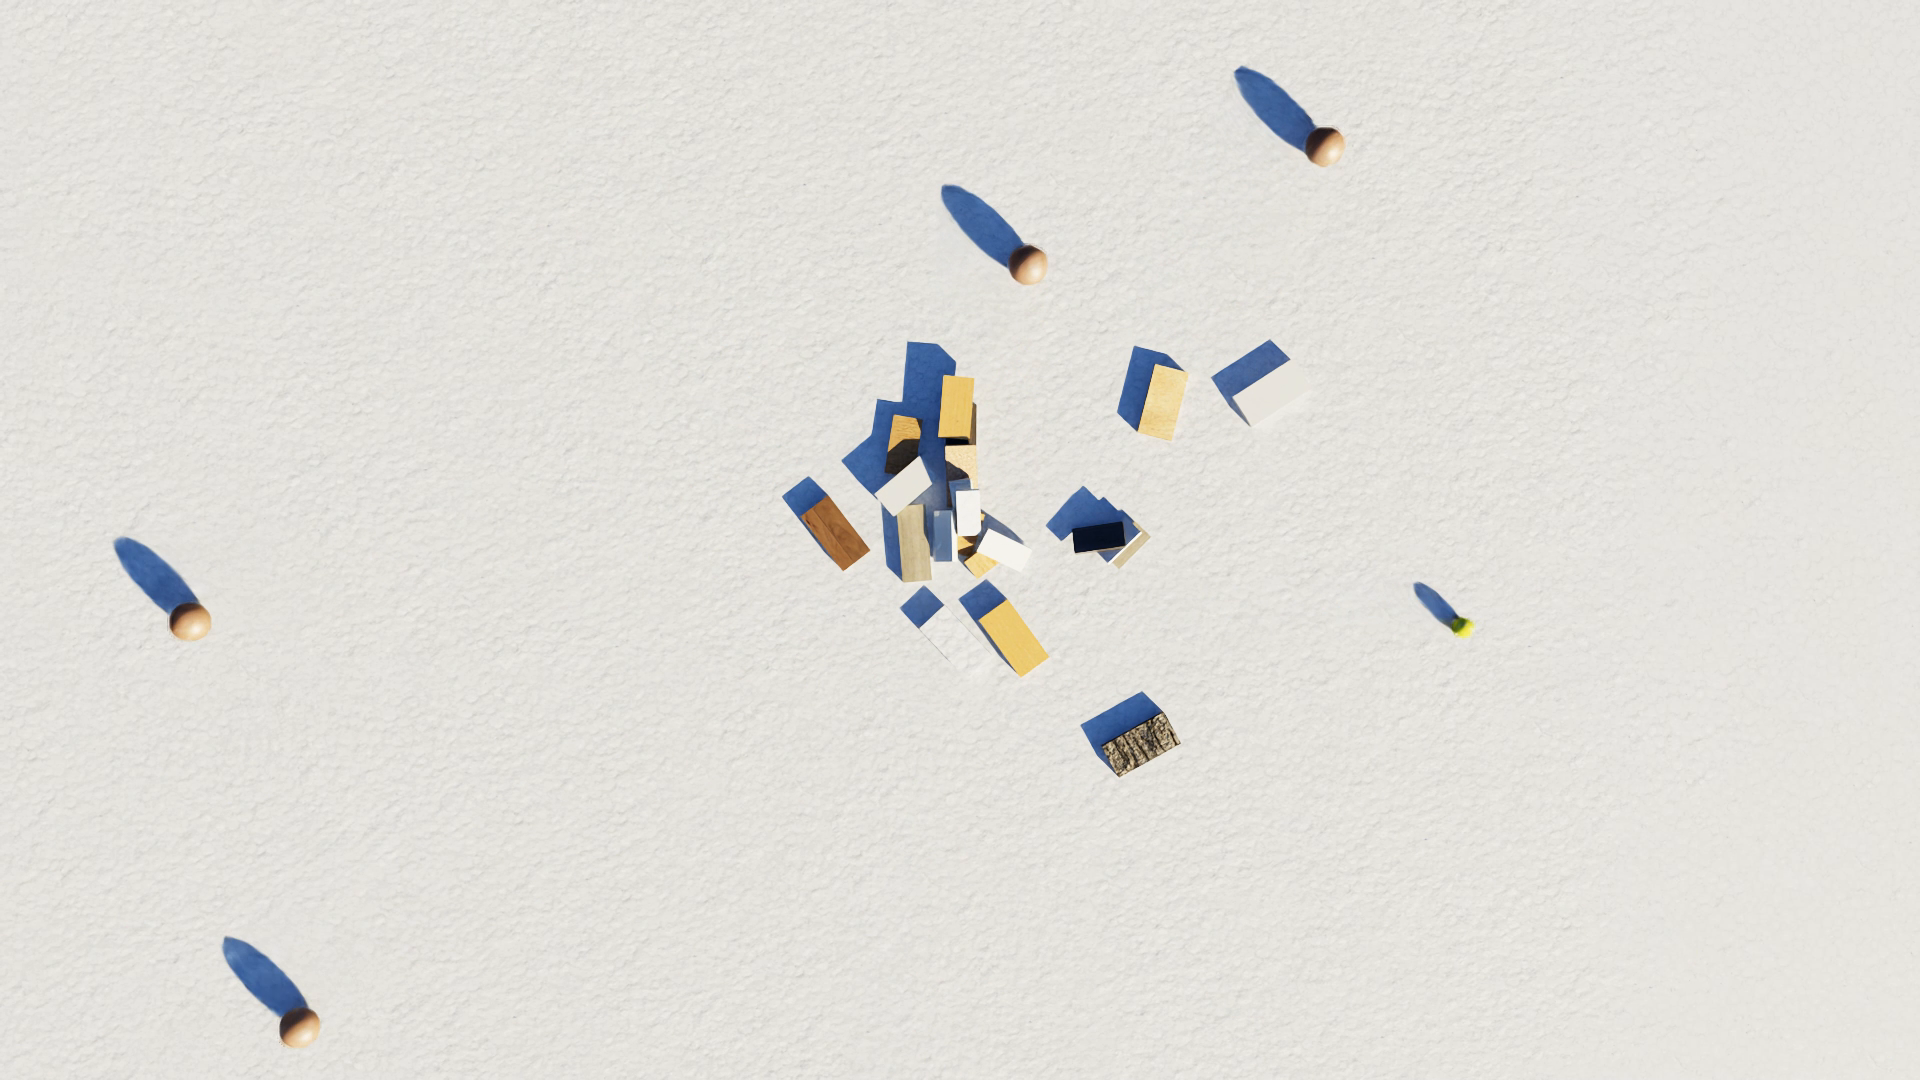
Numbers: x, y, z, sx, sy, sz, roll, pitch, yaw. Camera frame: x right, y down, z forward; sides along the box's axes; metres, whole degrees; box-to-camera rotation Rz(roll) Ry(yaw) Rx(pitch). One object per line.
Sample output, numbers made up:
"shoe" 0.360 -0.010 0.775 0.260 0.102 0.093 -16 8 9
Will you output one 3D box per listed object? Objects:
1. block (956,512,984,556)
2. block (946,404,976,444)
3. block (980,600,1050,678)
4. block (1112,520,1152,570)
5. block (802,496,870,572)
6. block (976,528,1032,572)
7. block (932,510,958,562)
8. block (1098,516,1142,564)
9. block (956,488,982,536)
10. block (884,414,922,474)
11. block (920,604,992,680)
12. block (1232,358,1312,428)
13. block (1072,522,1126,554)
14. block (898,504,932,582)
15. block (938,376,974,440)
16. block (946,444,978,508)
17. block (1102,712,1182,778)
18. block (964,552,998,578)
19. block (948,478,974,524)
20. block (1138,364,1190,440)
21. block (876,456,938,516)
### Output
"block" 0.023 -0.026 5.464 0.077 0.022 0.153 16 107 -5
"block" 0.004 -0.347 5.485 0.103 0.029 0.205 0 90 0
"block" 0.180 0.327 5.483 0.118 0.034 0.237 -36 90 0
"block" 0.555 0.017 5.489 0.076 0.021 0.151 45 90 0
"block" -0.412 -0.022 5.484 0.116 0.033 0.231 -38 90 0
"block" 0.146 0.032 5.458 0.169 0.024 0.085 26 98 -17
"block" -0.051 -0.013 5.463 0.085 0.024 0.169 -1 90 41
"block" 0.521 0.002 5.466 0.151 0.021 0.076 -44 70 1
"block" 0.028 -0.091 5.421 0.077 0.022 0.153 -2 108 0
"block" -0.187 -0.312 5.486 0.097 0.028 0.194 9 90 0
"block" -0.014 0.339 5.484 0.116 0.033 0.231 -43 90 0
"block" 1.036 -0.489 5.483 0.237 0.034 0.118 -33 90 0
"block" 0.460 -0.006 5.460 0.171 0.024 0.085 -8 74 12
"block" -0.152 0.011 5.486 0.097 0.028 0.254 -5 90 0
"block" -0.011 -0.437 5.456 0.103 0.029 0.205 5 90 0
"block" 0.006 -0.213 5.463 0.103 0.029 0.205 -2 103 0
"block" 0.602 0.680 5.483 0.237 0.034 0.118 -29 90 0
"block" 0.094 0.054 5.478 0.151 0.021 0.076 -37 109 0
"block" 0.013 -0.126 5.455 0.077 0.022 0.153 -9 107 2
"block" 0.675 -0.456 5.484 0.116 0.033 0.231 14 90 0
"block" -0.177 -0.177 5.458 0.194 0.028 0.097 -40 90 0
